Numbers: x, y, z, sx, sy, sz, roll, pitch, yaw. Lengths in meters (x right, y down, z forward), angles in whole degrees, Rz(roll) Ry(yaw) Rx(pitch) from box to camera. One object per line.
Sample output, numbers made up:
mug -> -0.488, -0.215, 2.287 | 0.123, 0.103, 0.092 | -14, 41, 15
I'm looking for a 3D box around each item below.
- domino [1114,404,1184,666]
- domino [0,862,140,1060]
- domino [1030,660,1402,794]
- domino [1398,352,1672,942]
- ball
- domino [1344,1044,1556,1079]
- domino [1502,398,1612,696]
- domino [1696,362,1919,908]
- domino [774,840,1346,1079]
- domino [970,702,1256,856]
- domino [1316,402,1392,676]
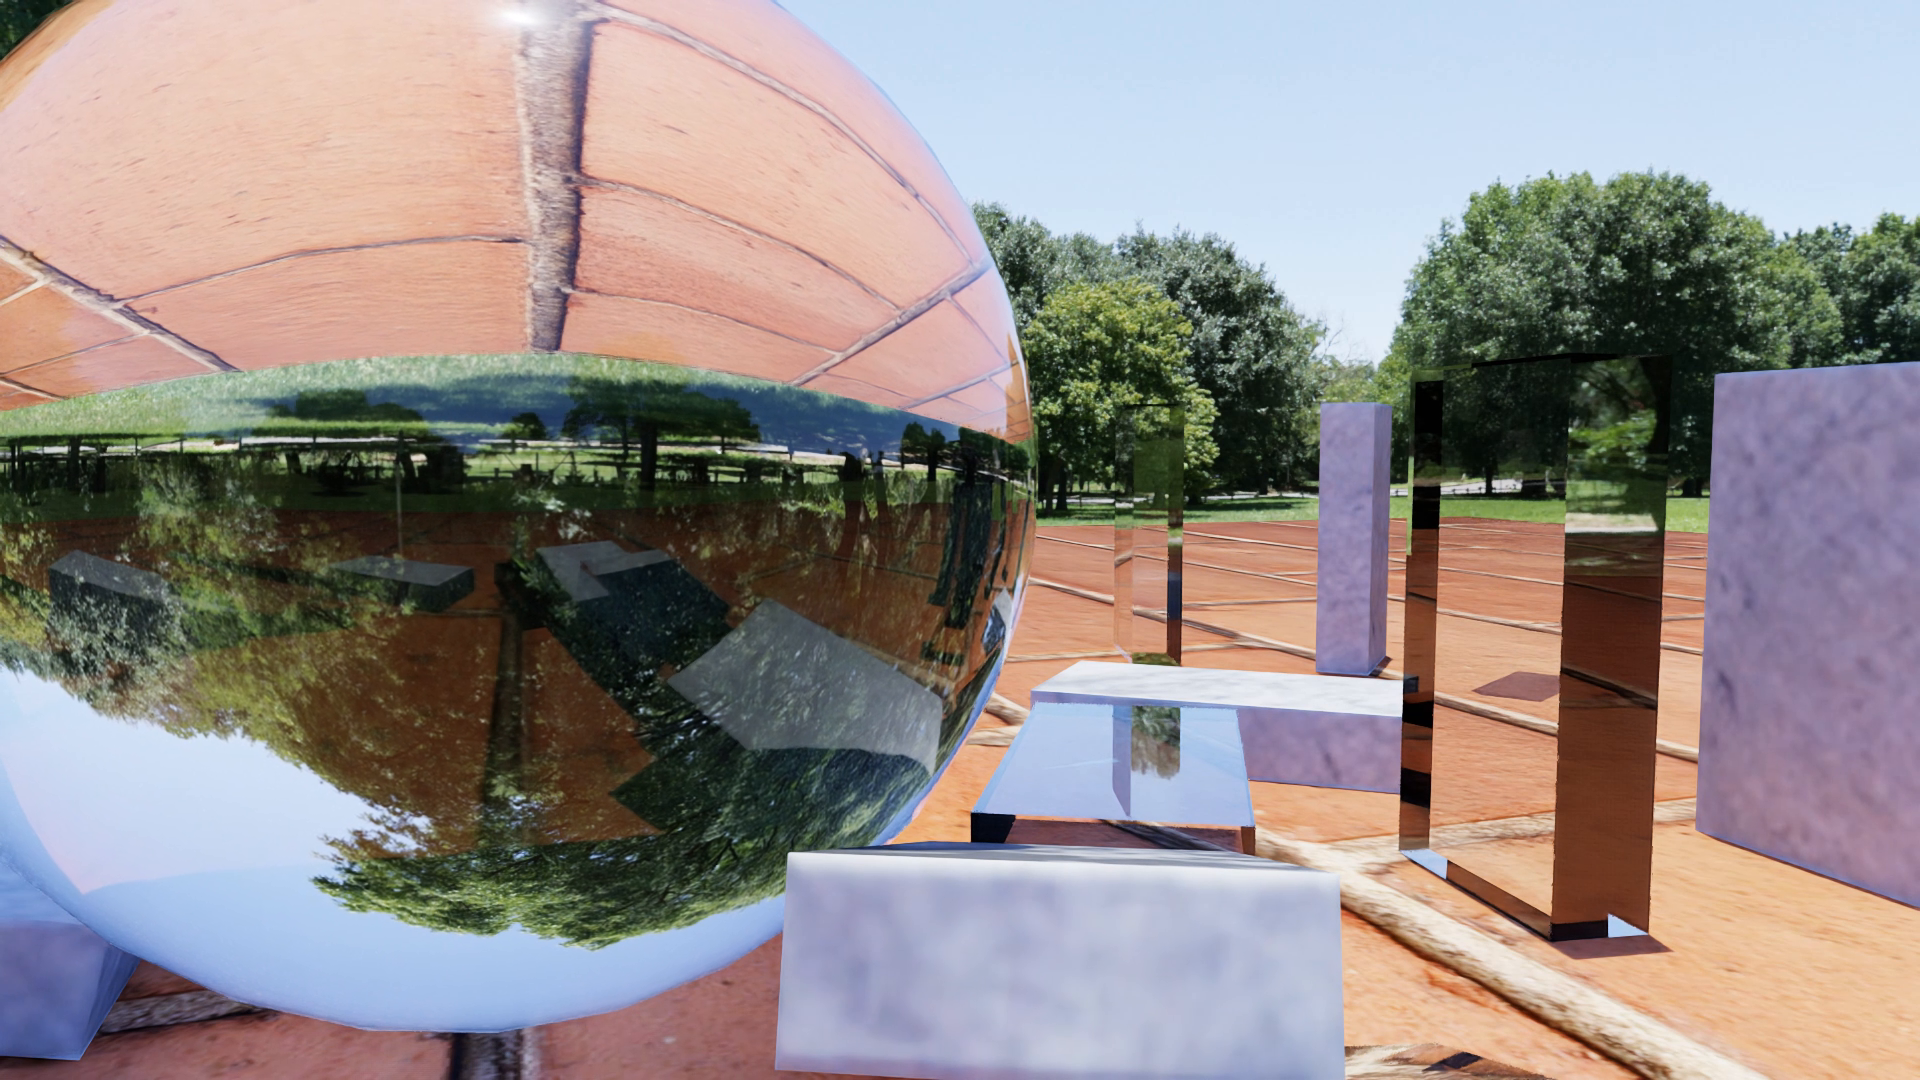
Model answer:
domino -> 0.037, -0.002, 0.257 | 0.010, 0.050, 0.025 | 0, 4, -1
domino -> -0.087, 0.025, 0.091 | 0.050, 0.010, 0.025 | 13, 1, -21
domino -> 0.037, 0.025, 0.176 | 0.050, 0.009, 0.025 | 2, 5, 21
domino -> 0.053, 0.008, 0.121 | 0.010, 0.050, 0.025 | -1, 4, -11
ball -> -0.034, -0.005, 0.098 | 0.080, 0.080, 0.080 | 0, 4, 0
domino -> 0.016, 0.027, 0.046 | 0.025, 0.010, 0.050 | 0, -14, -4
domino -> 0.106, 0.001, 0.227 | 0.010, 0.050, 0.025 | 4, 6, 40
domino -> 0.089, 0.008, 0.129 | 0.010, 0.050, 0.025 | -1, 4, -16
domino -> 0.007, 0.025, 0.082 | 0.025, 0.009, 0.050 | 1, -12, 7
domino -> 0.018, 0.028, 0.138 | 0.025, 0.010, 0.050 | 1, 4, 10
domino -> 0.076, -0.001, 0.247 | 0.010, 0.050, 0.025 | 2, 5, 25
